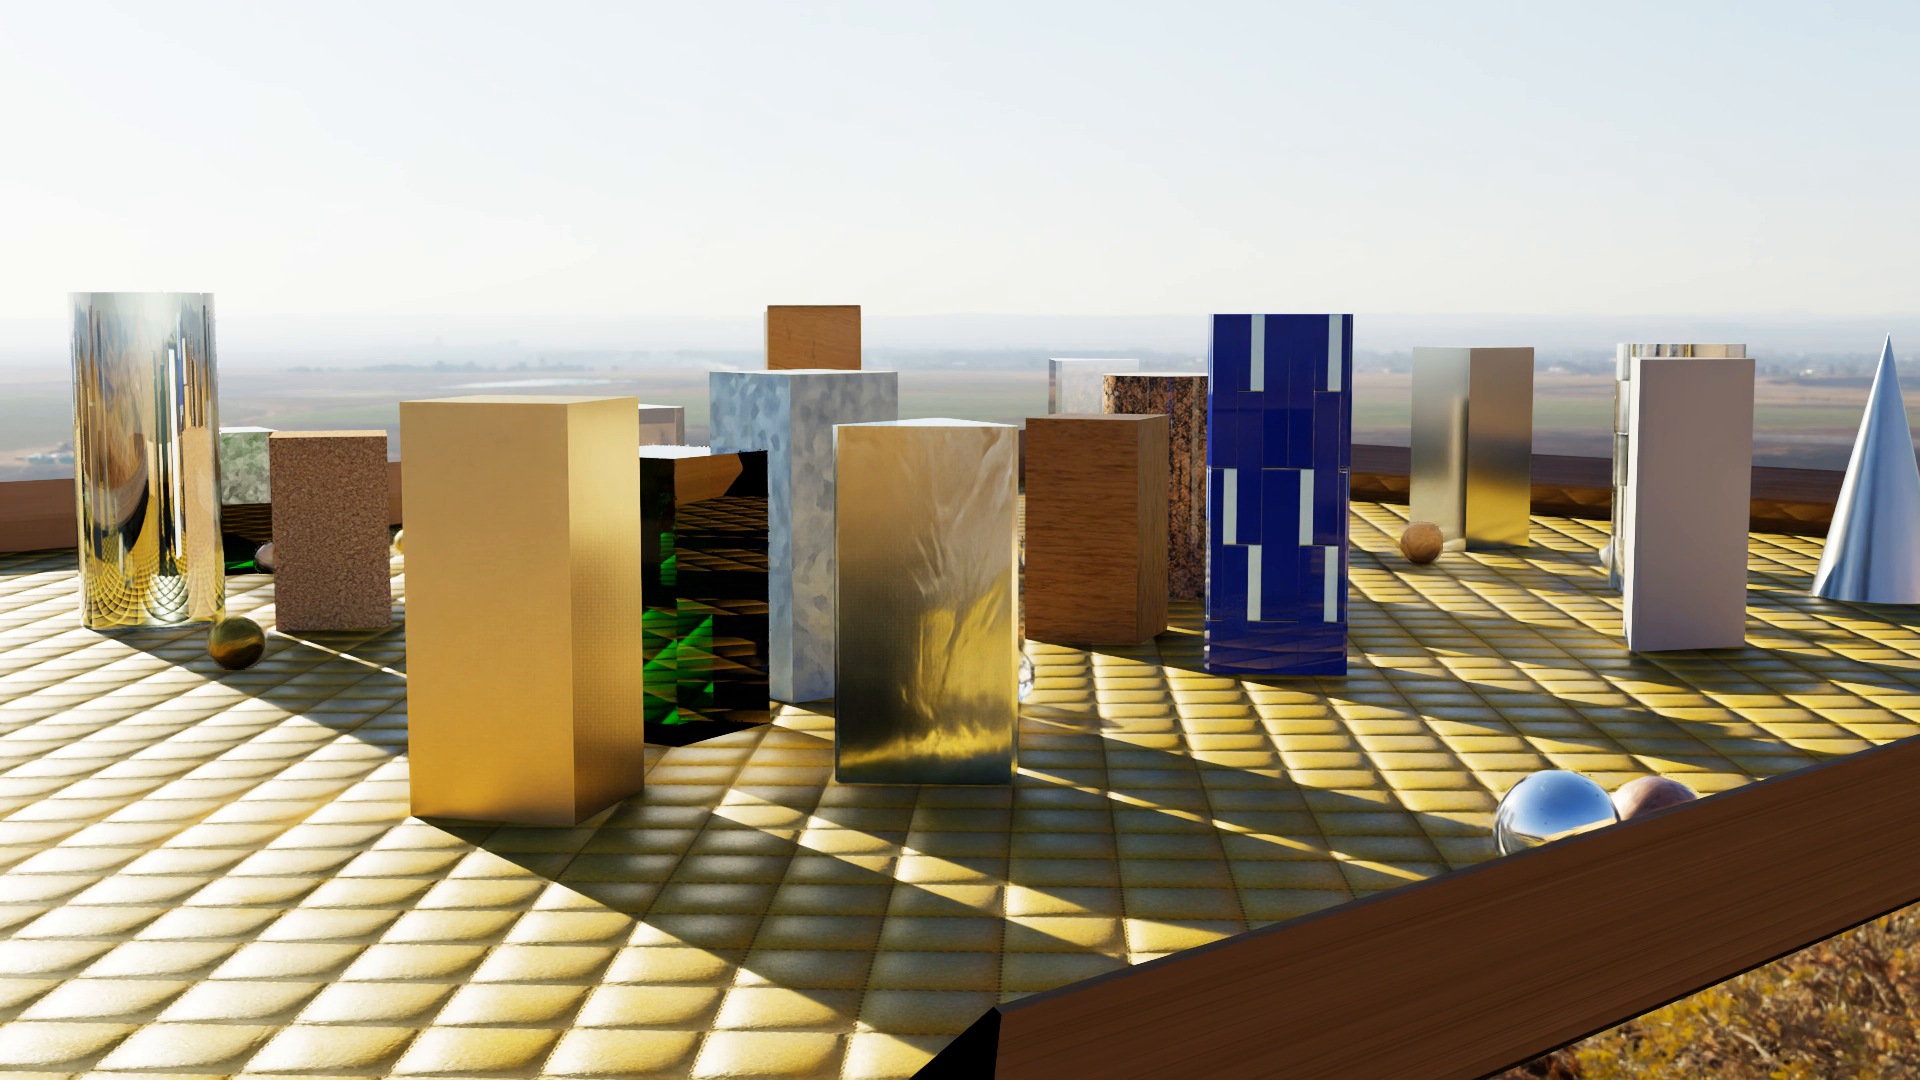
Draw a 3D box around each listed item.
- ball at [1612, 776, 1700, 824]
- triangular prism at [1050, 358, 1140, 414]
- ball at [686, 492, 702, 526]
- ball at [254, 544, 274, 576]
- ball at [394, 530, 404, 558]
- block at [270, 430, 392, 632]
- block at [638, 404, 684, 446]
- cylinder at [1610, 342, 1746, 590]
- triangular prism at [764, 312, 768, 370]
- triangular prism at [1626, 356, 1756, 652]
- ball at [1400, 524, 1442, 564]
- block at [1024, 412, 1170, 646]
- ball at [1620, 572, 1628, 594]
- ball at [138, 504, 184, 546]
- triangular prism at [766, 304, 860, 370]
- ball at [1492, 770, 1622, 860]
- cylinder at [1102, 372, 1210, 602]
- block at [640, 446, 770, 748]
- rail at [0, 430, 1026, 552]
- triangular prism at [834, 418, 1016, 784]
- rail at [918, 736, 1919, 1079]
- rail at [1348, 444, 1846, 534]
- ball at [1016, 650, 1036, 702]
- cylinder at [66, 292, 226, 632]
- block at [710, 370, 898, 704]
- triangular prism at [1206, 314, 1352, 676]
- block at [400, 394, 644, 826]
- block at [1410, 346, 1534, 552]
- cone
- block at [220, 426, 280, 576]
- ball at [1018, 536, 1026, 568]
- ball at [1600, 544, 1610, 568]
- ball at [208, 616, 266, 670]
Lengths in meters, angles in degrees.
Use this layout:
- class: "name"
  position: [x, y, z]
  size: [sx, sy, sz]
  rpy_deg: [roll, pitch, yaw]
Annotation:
- class: "ball"
  position: [0.540, 0.226, 1.708]
  size: [0.084, 0.084, 0.084]
  rpy_deg: [0, 6, 0]
- class: "triangular prism"
  position: [0.198, -0.133, 3.813]
  size: [0.170, 0.360, 0.147]
  rpy_deg: [-4, 7, -32]
- class: "ball"
  position: [-0.572, -0.065, 4.550]
  size: [0.072, 0.072, 0.072]
  rpy_deg: [0, 6, 0]
- class: "ball"
  position: [-1.158, 0.033, 3.699]
  size: [0.054, 0.054, 0.054]
  rpy_deg: [0, 6, 0]
- class: "ball"
  position: [-0.985, 0.007, 3.938]
  size: [0.056, 0.056, 0.056]
  rpy_deg: [0, 6, 0]
- class: "block"
  position: [-0.897, -0.017, 3.140]
  size: [0.157, 0.269, 0.157]
  rpy_deg: [-2, 6, -15]
- class: "block"
  position: [-0.564, -0.078, 3.640]
  size: [0.157, 0.286, 0.157]
  rpy_deg: [-5, 8, -39]
- class: "cylinder"
  position: [1.144, -0.117, 3.509]
  size: [0.196, 0.392, 0.196]
  rpy_deg: [0, 6, 0]
- class: "triangular prism"
  position: [-0.274, -0.231, 4.352]
  size: [0.170, 0.442, 0.147]
  rpy_deg: [4, 7, 33]
- class: "triangular prism"
  position: [0.942, -0.054, 2.952]
  size: [0.170, 0.381, 0.147]
  rpy_deg: [-2, 6, -17]
- class: "ball"
  position: [0.811, 0.006, 3.868]
  size: [0.071, 0.071, 0.071]
  rpy_deg: [0, 6, 0]
- class: "block"
  position: [0.189, -0.019, 3.012]
  size: [0.157, 0.300, 0.157]
  rpy_deg: [2, 6, 20]
- class: "ball"
  position: [1.046, 0.069, 3.416]
  size: [0.041, 0.041, 0.041]
  rpy_deg: [0, 6, 0]
- class: "ball"
  position: [-1.508, -0.028, 4.147]
  size: [0.080, 0.080, 0.080]
  rpy_deg: [0, 6, 0]
- class: "triangular prism"
  position: [-0.244, -0.198, 3.982]
  size: [0.170, 0.453, 0.147]
  rpy_deg: [1, 6, 13]
- class: "ball"
  position: [0.456, 0.223, 1.676]
  size: [0.096, 0.096, 0.096]
  rpy_deg: [0, 6, 0]
- class: "cylinder"
  position: [0.320, -0.088, 3.453]
  size: [0.196, 0.344, 0.196]
  rpy_deg: [0, 6, 0]
- class: "block"
  position: [-0.313, 0.054, 2.338]
  size: [0.157, 0.295, 0.157]
  rpy_deg: [4, 7, 32]
- class: "rail"
  position: [-1.158, -0.097, 4.580]
  size: [3.924, 0.127, 0.045]
  rpy_deg: [-5, 8, -42]
- class: "triangular prism"
  position: [-0.027, 0.054, 2.130]
  size: [0.170, 0.338, 0.147]
  rpy_deg: [0, 6, 4]
- class: "rail"
  position: [1.158, 0.164, 2.084]
  size: [3.924, 0.127, 0.045]
  rpy_deg: [-5, 8, -42]
- class: "rail"
  position: [1.424, -0.104, 4.639]
  size: [0.045, 0.127, 3.462]
  rpy_deg: [-5, 8, -42]
- class: "ball"
  position: [0.054, 0.154, 2.489]
  size: [0.064, 0.064, 0.064]
  rpy_deg: [0, 6, 0]
- class: "cylinder"
  position: [-1.155, -0.116, 3.127]
  size: [0.196, 0.469, 0.196]
  rpy_deg: [0, 6, 0]
- class: "block"
  position: [-0.183, -0.011, 2.588]
  size: [0.157, 0.373, 0.157]
  rpy_deg: [-5, 8, -41]
- class: "triangular prism"
  position: [0.396, -0.062, 2.749]
  size: [0.170, 0.440, 0.147]
  rpy_deg: [1, 6, 7]
- class: "block"
  position: [-0.390, 0.056, 1.979]
  size: [0.157, 0.365, 0.157]
  rpy_deg: [2, 6, 14]
- class: "block"
  position: [0.961, -0.175, 4.140]
  size: [0.157, 0.376, 0.157]
  rpy_deg: [-3, 7, -29]
- class: "cone"
  position: [1.435, -0.117, 3.420]
  size: [0.196, 0.410, 0.196]
  rpy_deg: [0, 6, 0]
- class: "block"
  position: [-1.260, -0.068, 3.760]
  size: [0.157, 0.241, 0.157]
  rpy_deg: [-4, 7, -31]
- class: "ball"
  position: [0.139, 0.020, 3.688]
  size: [0.081, 0.081, 0.081]
  rpy_deg: [0, 6, 0]
- class: "ball"
  position: [1.130, 0.027, 3.809]
  size: [0.041, 0.041, 0.041]
  rpy_deg: [0, 6, 0]
- class: "ball"
  position: [-0.898, 0.127, 2.729]
  size: [0.067, 0.067, 0.067]
  rpy_deg: [0, 6, 0]
